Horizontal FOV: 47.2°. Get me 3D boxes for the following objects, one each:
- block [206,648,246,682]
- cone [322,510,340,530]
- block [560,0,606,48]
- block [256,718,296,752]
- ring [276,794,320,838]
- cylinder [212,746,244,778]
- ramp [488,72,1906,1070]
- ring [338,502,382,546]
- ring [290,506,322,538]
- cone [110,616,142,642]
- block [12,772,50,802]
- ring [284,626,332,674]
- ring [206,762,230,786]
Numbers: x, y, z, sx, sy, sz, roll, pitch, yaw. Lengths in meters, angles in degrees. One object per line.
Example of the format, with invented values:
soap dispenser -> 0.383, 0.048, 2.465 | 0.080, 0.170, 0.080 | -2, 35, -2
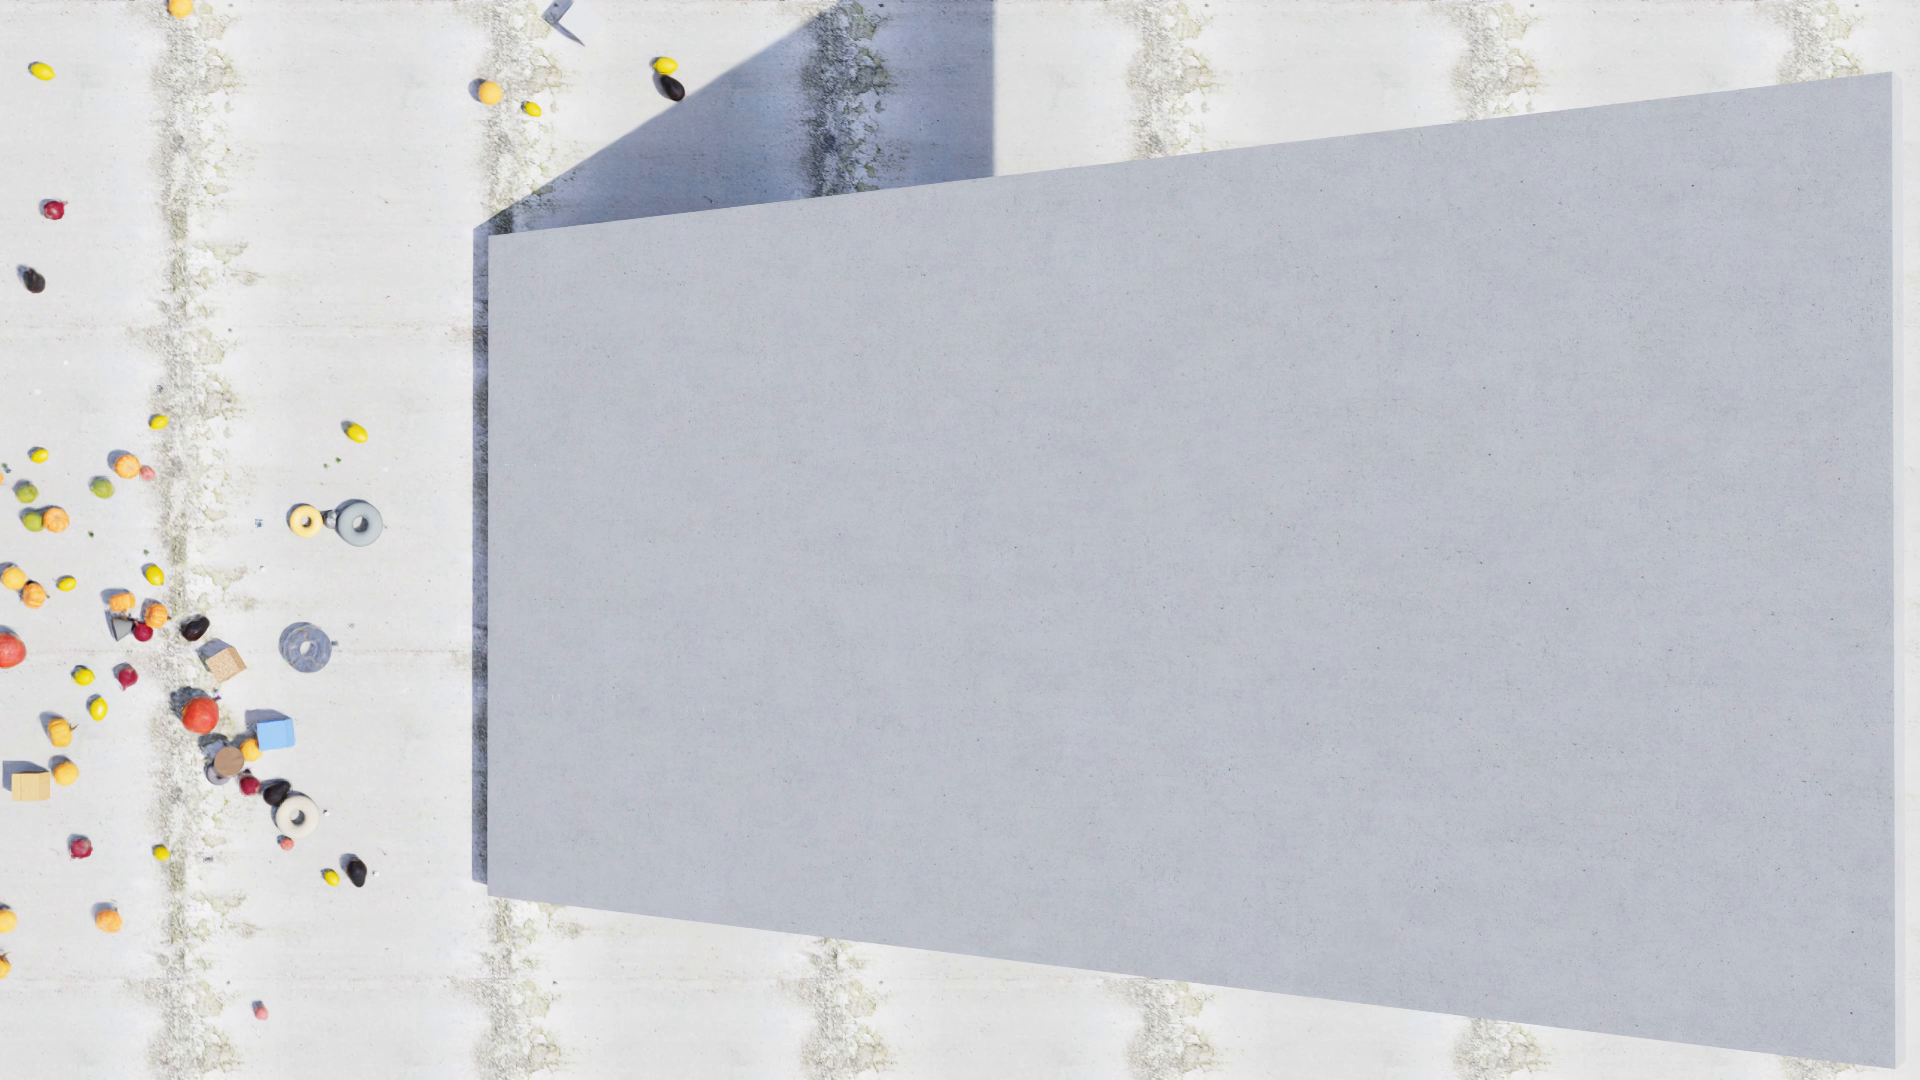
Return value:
block -> -2.237, 0.380, 6.706 | 0.076, 0.076, 0.076 | -31, 90, 0
cone -> -1.926, -0.064, 6.717 | 0.061, 0.061, 0.061 | 0, 90, 0
block -> -1.154, -1.577, 6.714 | 0.092, 0.092, 0.092 | 39, 90, 0
block -> -2.084, 0.593, 6.701 | 0.084, 0.084, 0.084 | -7, 90, 0
ring -> -2.024, 0.846, 6.718 | 0.136, 0.045, 0.136 | 0, 90, 1
cylinder -> -2.224, 0.677, 6.683 | 0.088, 0.088, 0.088 | 5, 76, -22
ramp -> 0.248, 0.068, 5.577 | 4.000, 0.100, 2.000 | 0, 89, 34
ring -> -1.834, -0.048, 6.725 | 0.139, 0.046, 0.139 | 0, 88, 1
ring -> -2.002, -0.056, 6.731 | 0.101, 0.034, 0.101 | 0, 91, 0
cone -> -2.545, 0.264, 6.726 | 0.083, 0.083, 0.083 | -14, 89, -27
block -> -2.830, 0.750, 6.700 | 0.082, 0.082, 0.082 | 0, 90, 0
ring -> -1.993, 0.335, 6.720 | 0.147, 0.049, 0.147 | 0, 90, 1
ring -> -2.268, 0.713, 6.728 | 0.078, 0.026, 0.078 | 0, 88, -4
